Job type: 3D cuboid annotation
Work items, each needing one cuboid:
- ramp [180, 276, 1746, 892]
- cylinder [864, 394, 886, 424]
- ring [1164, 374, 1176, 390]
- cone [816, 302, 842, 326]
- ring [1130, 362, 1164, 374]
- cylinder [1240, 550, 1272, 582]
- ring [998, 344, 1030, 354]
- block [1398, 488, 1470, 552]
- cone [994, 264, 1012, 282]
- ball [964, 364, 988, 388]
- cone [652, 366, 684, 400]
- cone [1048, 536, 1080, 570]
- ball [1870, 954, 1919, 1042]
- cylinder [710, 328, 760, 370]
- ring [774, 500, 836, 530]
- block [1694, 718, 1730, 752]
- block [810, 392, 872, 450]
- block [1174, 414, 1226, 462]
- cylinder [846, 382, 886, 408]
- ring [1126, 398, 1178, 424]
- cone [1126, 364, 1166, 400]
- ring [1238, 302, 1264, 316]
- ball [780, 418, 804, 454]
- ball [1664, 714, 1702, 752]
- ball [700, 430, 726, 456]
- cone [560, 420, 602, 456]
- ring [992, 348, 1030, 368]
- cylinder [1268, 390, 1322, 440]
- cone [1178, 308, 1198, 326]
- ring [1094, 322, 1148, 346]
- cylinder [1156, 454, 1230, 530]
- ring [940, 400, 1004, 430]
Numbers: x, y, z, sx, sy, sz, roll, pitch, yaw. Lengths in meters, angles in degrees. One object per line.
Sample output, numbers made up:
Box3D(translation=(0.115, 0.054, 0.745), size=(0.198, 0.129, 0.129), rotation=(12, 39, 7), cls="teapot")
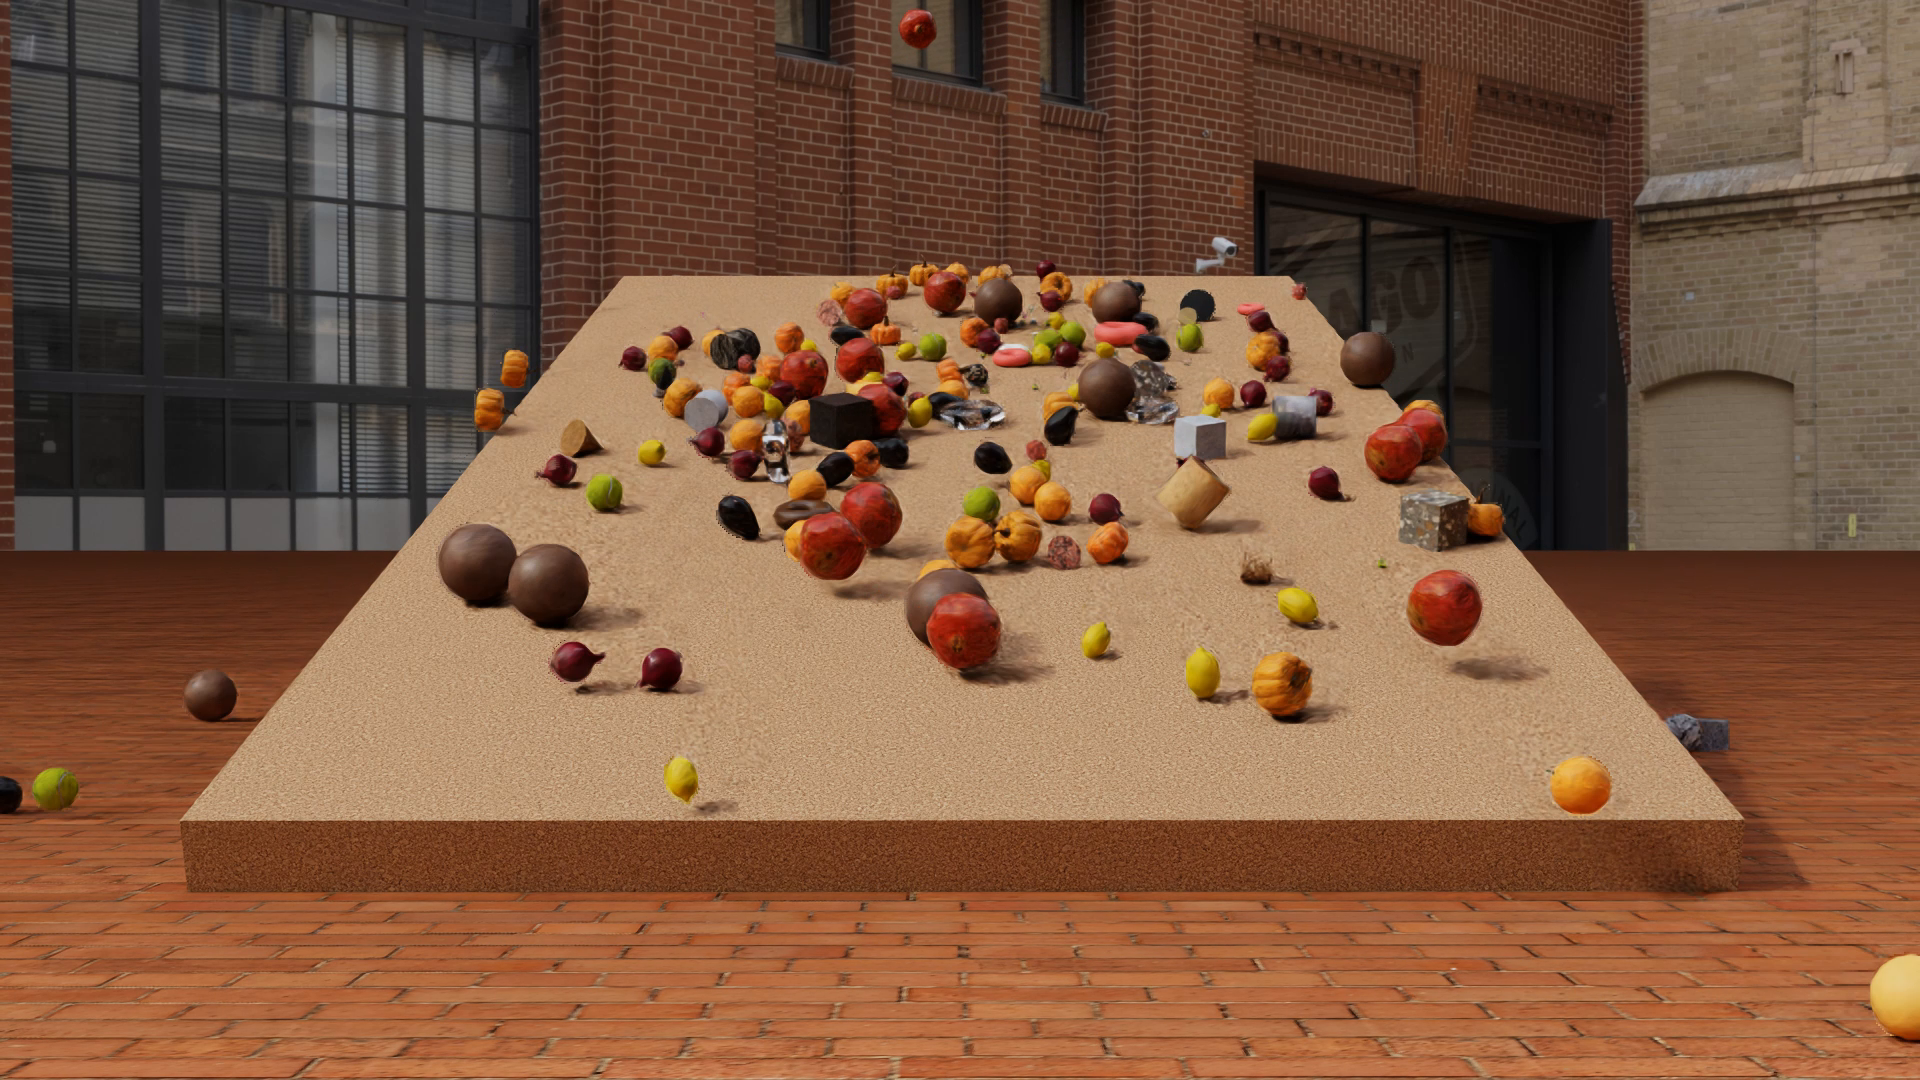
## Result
Box3D(translation=(-0.003, -0.170, 4.763), size=(2.000, 0.100, 4.000), rotation=(0, 17, 0), cls="ramp")
Box3D(translation=(-0.205, -0.280, 4.847), size=(0.062, 0.062, 0.062), rotation=(-28, 14, -28), cls="cylinder")
Box3D(translation=(0.465, -0.372, 5.214), size=(0.088, 0.029, 0.088), rotation=(1, 16, 0), cls="ring")
Box3D(translation=(-0.337, -0.599, 5.958), size=(0.076, 0.076, 0.076), rotation=(0, 5, 29), cls="cone")
Box3D(translation=(0.444, -0.399, 5.262), size=(0.084, 0.028, 0.084), rotation=(-8, -13, -2), cls="ring")
Box3D(translation=(0.505, 0.045, 3.778), size=(0.050, 0.050, 0.050), rotation=(2, 0, 6), cls="cylinder")
Box3D(translation=(0.135, -0.471, 5.546), size=(0.081, 0.027, 0.081), rotation=(0, 17, 0), cls="ring")
Box3D(translation=(0.855, -0.036, 3.999), size=(0.086, 0.086, 0.086), rotation=(-14, 22, -39), cls="block")
Box3D(translation=(0.140, -0.785, 6.593), size=(0.056, 0.056, 0.056), rotation=(0, -12, 27), cls="cone")
Box3D(translation=(0.039, -0.388, 5.218), size=(0.055, 0.055, 0.055), rotation=(0, 0, 0), cls="ball")
Box3D(translation=(-0.676, -0.369, 5.123), size=(0.073, 0.073, 0.073), rotation=(0, 17, 0), cls="cone")
Box3D(translation=(0.169, 0.029, 3.880), size=(0.063, 0.063, 0.063), rotation=(0, -11, -22), cls="cone")
Box3D(translation=(0.864, 0.414, 2.006), size=(0.077, 0.077, 0.077), rotation=(0, 0, 0), cls="ball")
Box3D(translation=(-0.550, -0.468, 5.428), size=(0.087, 0.087, 0.087), rotation=(0, 14, 32), cls="cylinder")
Box3D(translation=(-0.289, -0.046, 4.111), size=(0.115, 0.038, 0.115), rotation=(-1, 16, 0), cls="ring")
Box3D(translation=(1.625, 0.424, 4.820), size=(0.066, 0.066, 0.066), rotation=(0, 0, -7), cls="block")
Box3D(translation=(-0.252, -0.252, 4.698), size=(0.095, 0.095, 0.095), rotation=(-13, 21, -38), cls="block")
Box3D(translation=(0.498, -0.212, 4.599), size=(0.076, 0.076, 0.076), rotation=(-9, 19, -29), cls="block")
Box3D(translation=(-0.209, -0.309, 4.916), size=(0.078, 0.078, 0.078), rotation=(-4, 0, -10), cls="cylinder")
Box3D(translation=(0.425, -0.285, 4.907), size=(0.118, 0.039, 0.118), rotation=(-3, 15, 1), cls="ring")
Box3D(translation=(0.409, -0.356, 5.133), size=(0.099, 0.099, 0.099), rotation=(0, -1, -25), cls="cone")
Box3D(translation=(0.800, -0.634, 6.095), size=(0.075, 0.025, 0.075), rotation=(-1, 17, 0), cls="ring")
Box3D(translation=(-0.362, -0.215, 4.609), size=(0.075, 0.075, 0.075), rotation=(0, 0, 0), cls="ball")
Box3D(translation=(1.553, 0.415, 4.772), size=(0.084, 0.084, 0.084), rotation=(0, 0, 0), cls="ball")
Box3D(translation=(-0.514, -0.203, 4.604), size=(0.053, 0.053, 0.053), rotation=(0, 0, 0), cls="ball")
Box3D(translation=(-0.776, -0.202, 4.630), size=(0.080, 0.080, 0.080), rotation=(0, -15, 43), cls="cone")
Box3D(translation=(0.127, -0.449, 5.463), size=(0.093, 0.031, 0.093), rotation=(-3, 20, 1), cls="ring")
Box3D(translation=(0.717, -0.264, 4.753), size=(0.087, 0.087, 0.087), rotation=(-23, -7, 16), cls="cylinder")
Box3D(translation=(0.611, -0.595, 5.966), size=(0.051, 0.051, 0.051), rotation=(0, -10, 3), cls="cone")
Box3D(translation=(0.415, -0.532, 5.716), size=(0.140, 0.047, 0.140), rotation=(0, 16, 0), cls="ring")
Box3D(translation=(0.428, -0.087, 4.076), size=(0.098, 0.098, 0.098), rotation=(40, 11, -9), cls="cylinder")
Box3D(translation=(0.026, -0.274, 4.855), size=(0.144, 0.048, 0.144), rotation=(-1, 16, 0), cls="ring")
